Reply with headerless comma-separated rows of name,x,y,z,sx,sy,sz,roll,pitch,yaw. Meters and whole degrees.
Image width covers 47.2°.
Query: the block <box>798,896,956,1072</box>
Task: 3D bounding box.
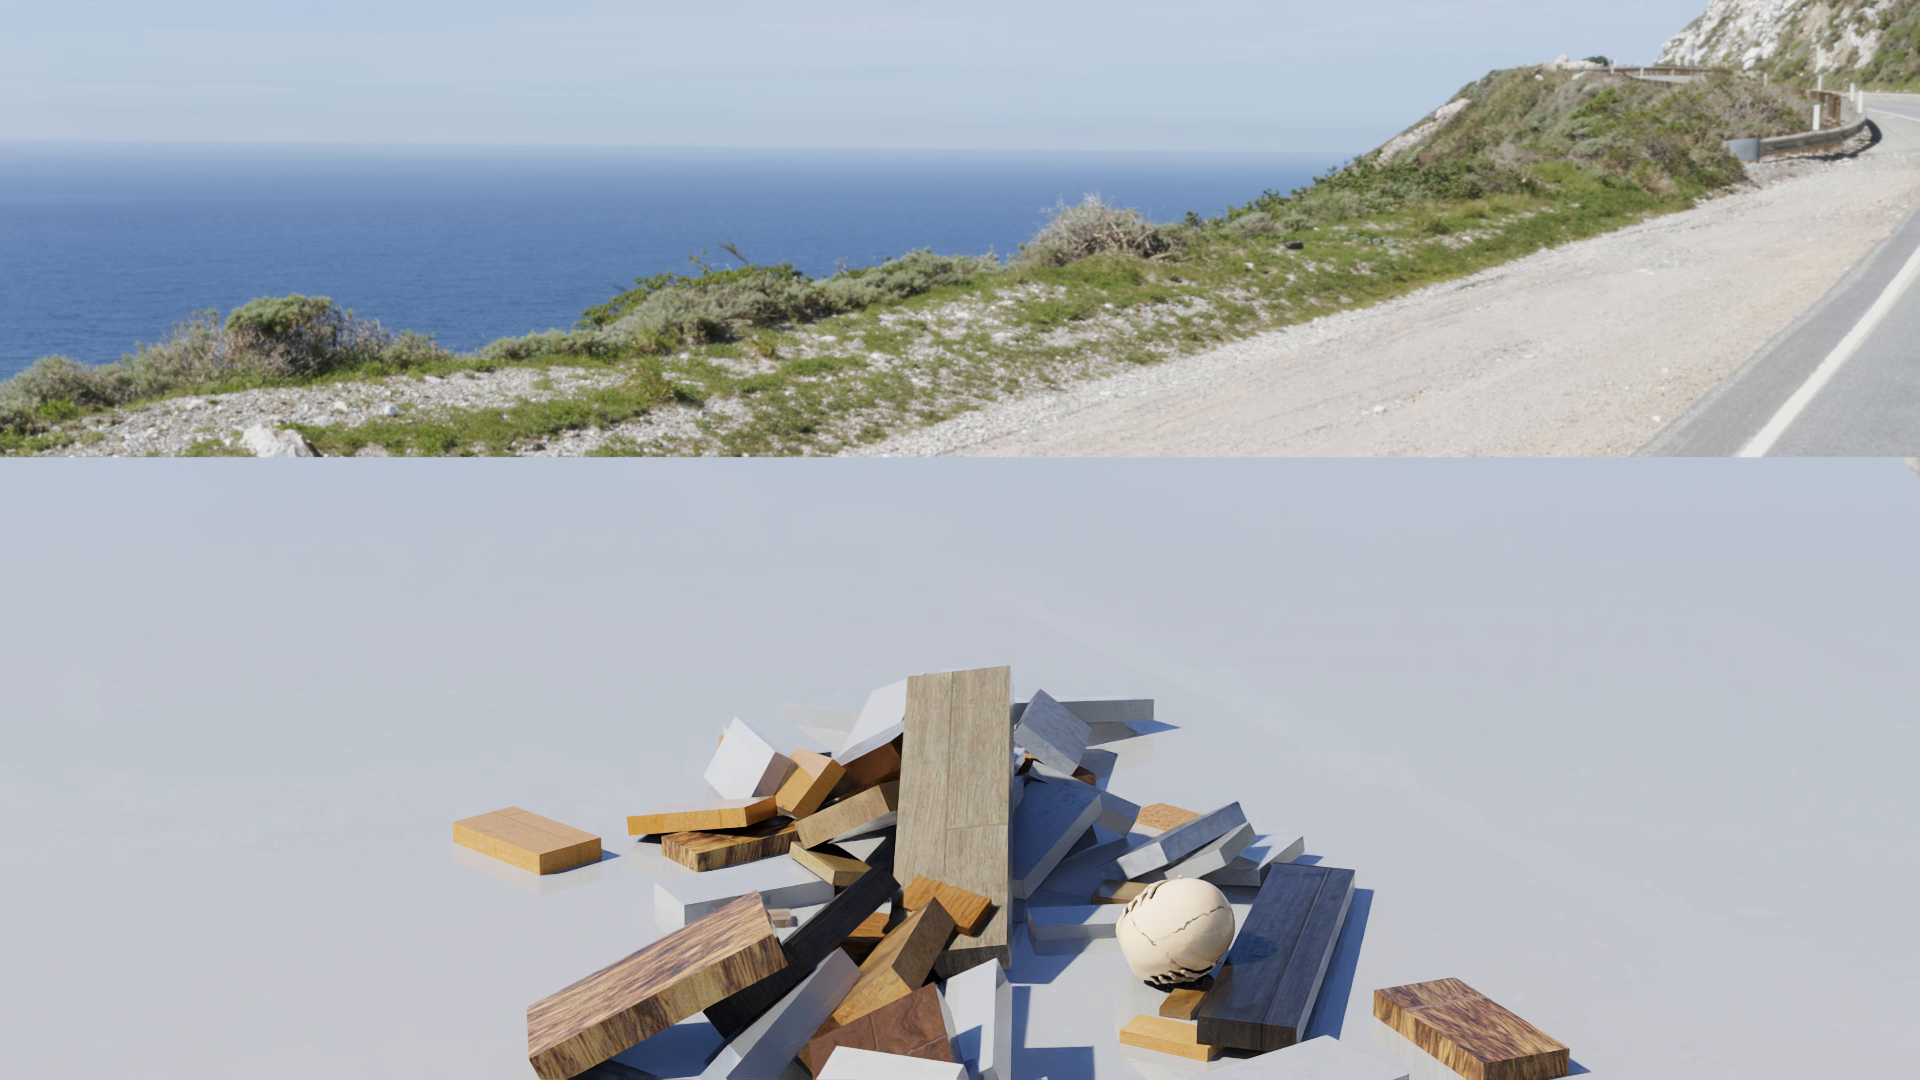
block,-0.114,0.612,3.048,0.177,0.050,0.354,-41,-1,10

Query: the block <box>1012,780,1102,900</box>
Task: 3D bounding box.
block,0.118,0.511,3.769,0.137,0.039,0.275,7,30,31

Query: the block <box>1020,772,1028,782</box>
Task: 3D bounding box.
block,0.115,0.491,3.960,0.137,0.039,0.275,33,26,28

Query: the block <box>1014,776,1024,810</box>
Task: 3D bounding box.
block,0.017,0.451,3.714,0.135,0.038,0.269,2,11,12

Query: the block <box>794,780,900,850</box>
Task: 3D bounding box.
block,-0.123,0.462,3.839,0.171,0.049,0.390,-26,-10,20

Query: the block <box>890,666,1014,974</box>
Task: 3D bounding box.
block,-0.007,0.437,3.537,0.179,0.051,0.651,-7,36,7

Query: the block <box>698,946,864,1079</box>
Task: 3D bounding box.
block,-0.267,0.668,2.831,0.173,0.049,0.442,-41,-2,18

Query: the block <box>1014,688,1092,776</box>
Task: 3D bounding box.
block,0.183,0.382,4.343,0.136,0.039,0.272,37,14,1

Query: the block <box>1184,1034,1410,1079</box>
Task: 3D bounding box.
block,0.414,0.721,2.843,0.309,0.044,0.154,-7,13,-34

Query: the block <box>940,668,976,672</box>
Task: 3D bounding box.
block,0.010,0.323,4.926,0.131,0.037,0.262,2,4,7

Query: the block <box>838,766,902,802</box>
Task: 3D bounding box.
block,-0.071,0.397,4.158,0.171,0.049,0.343,-32,2,39

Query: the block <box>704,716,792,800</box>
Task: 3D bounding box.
block,-0.404,0.432,4.157,0.038,0.133,0.266,29,-2,-24

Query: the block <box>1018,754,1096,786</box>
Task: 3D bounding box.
block,0.181,0.455,4.326,0.092,0.026,0.184,-5,12,-26

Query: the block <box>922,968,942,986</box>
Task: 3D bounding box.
block,-0.065,0.636,3.229,0.049,0.014,0.098,-28,45,-16

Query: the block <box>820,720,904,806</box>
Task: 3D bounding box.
block,-0.150,0.394,4.031,0.171,0.049,0.343,-34,2,-40

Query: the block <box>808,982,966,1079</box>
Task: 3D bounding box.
block,-0.076,0.678,2.611,0.177,0.050,0.354,-26,23,2

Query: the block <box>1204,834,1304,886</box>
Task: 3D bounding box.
block,0.506,0.548,3.776,0.103,0.029,0.206,-3,8,30

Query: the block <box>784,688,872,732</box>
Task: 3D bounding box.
block,-0.203,0.371,4.725,0.315,0.045,0.157,5,11,23

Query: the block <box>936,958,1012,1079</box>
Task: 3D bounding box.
block,-0.025,0.660,2.833,0.177,0.050,0.354,-25,9,6

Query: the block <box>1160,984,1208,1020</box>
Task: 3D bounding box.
block,0.325,0.672,3.193,0.046,0.013,0.093,4,11,21

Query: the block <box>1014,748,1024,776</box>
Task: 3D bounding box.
block,0.056,0.395,3.843,0.084,0.024,0.168,2,11,12

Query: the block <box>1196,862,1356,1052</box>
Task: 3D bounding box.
block,0.492,0.620,3.345,0.136,0.039,0.734,3,10,16

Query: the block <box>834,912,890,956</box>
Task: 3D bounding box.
block,-0.138,0.619,3.459,0.067,0.019,0.133,5,12,27

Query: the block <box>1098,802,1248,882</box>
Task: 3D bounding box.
block,0.365,0.520,3.765,0.137,0.039,0.274,-29,-9,36

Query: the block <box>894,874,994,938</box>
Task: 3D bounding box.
block,-0.025,0.552,3.321,0.133,0.019,0.067,12,42,30

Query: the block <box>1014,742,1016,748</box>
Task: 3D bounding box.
block,0.049,0.434,4.454,0.074,0.021,0.149,4,11,23

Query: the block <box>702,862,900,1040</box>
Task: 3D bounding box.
block,-0.225,0.594,3.216,0.179,0.051,0.358,-41,-5,21

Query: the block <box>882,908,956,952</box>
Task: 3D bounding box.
block,-0.062,0.585,3.290,0.098,0.014,0.049,12,42,30

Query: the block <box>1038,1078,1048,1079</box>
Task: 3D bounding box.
block,0.075,0.743,2.503,0.154,0.044,0.524,-13,8,-6

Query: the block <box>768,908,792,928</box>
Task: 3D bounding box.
block,-0.321,0.609,3.529,0.098,0.014,0.049,-1,11,-8

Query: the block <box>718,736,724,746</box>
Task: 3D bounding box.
block,-0.359,0.441,4.351,0.157,0.045,0.315,-4,11,-21

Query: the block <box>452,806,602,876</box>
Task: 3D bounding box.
block,-0.767,0.530,3.890,0.262,0.037,0.131,10,14,43

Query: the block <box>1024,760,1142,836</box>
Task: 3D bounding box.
block,0.215,0.463,3.928,0.206,0.029,0.103,23,-24,4

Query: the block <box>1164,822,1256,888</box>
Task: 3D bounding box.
block,0.423,0.529,3.697,0.103,0.029,0.206,-27,-5,22

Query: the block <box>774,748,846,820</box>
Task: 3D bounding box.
block,-0.290,0.447,4.024,0.034,0.120,0.239,41,-13,-15

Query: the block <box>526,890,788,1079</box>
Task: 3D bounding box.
block,-0.418,0.612,3.014,0.358,0.051,0.179,-26,15,-6

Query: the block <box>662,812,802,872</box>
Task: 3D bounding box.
block,-0.393,0.532,3.889,0.239,0.034,0.120,-8,13,-37

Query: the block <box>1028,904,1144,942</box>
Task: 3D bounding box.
block,0.199,0.608,3.503,0.172,0.024,0.086,-1,11,-6

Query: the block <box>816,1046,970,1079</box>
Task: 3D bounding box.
block,-0.134,0.713,2.419,0.173,0.049,0.346,0,36,31

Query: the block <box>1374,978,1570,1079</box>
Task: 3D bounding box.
block,0.707,0.684,3.060,0.136,0.039,0.272,-4,11,-21

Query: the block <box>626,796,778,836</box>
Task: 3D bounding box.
block,-0.462,0.494,3.940,0.239,0.034,0.120,-7,1,22

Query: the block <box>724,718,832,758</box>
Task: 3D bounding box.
block,-0.360,0.406,4.310,0.133,0.038,0.265,-5,11,-23

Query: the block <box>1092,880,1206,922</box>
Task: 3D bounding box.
block,0.309,0.590,3.604,0.172,0.024,0.086,3,11,18

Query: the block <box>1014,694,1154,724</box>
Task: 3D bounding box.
block,0.147,0.354,4.580,0.529,0.045,0.158,1,-1,-34

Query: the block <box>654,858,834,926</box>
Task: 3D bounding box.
block,-0.356,0.578,3.629,0.266,0.038,0.133,-6,12,-28

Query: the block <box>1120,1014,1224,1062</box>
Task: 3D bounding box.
block,0.296,0.693,3.063,0.132,0.019,0.066,6,12,29

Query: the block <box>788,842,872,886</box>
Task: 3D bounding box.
block,-0.210,0.542,3.677,0.086,0.024,0.172,8,5,-30

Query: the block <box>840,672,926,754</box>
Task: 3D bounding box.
block,-0.149,0.368,4.390,0.131,0.037,0.262,-21,22,27

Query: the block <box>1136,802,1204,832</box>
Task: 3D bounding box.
block,0.398,0.514,4.022,0.074,0.021,0.148,-10,14,-43
